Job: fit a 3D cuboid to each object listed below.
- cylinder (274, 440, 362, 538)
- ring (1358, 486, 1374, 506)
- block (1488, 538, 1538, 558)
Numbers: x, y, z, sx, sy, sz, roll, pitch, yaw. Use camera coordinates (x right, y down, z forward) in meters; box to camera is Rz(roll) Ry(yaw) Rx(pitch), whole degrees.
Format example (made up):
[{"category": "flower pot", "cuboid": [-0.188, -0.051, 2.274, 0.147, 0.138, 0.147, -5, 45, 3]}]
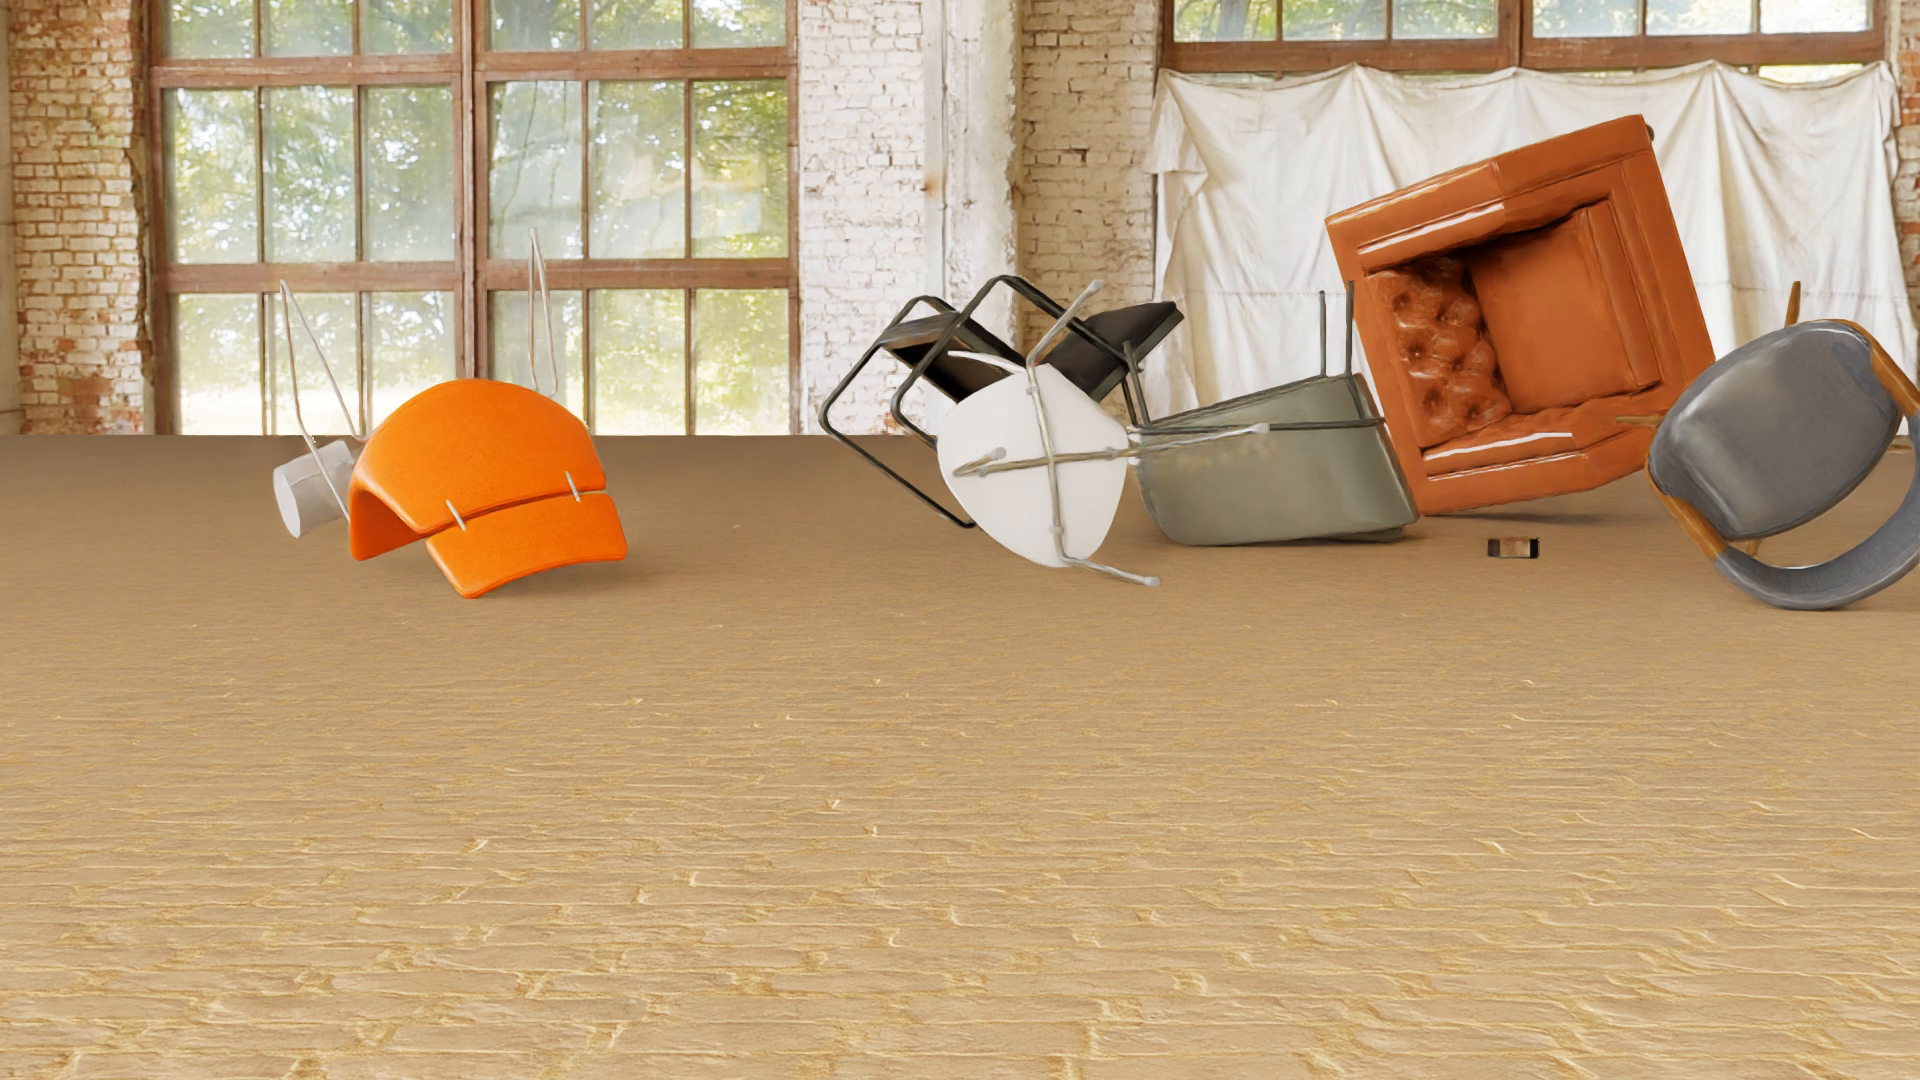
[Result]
[{"category": "cylinder", "cuboid": [-1.939, -0.155, 6.643, 0.112, 0.239, 0.220, 23, 40, 37]}, {"category": "ring", "cuboid": [1.562, -0.171, 8.450, 0.025, 0.091, 0.102, 31, -8, -3]}, {"category": "block", "cuboid": [1.477, 0.021, 5.878, 0.104, 0.049, 0.086, -1, 4, -13]}]
